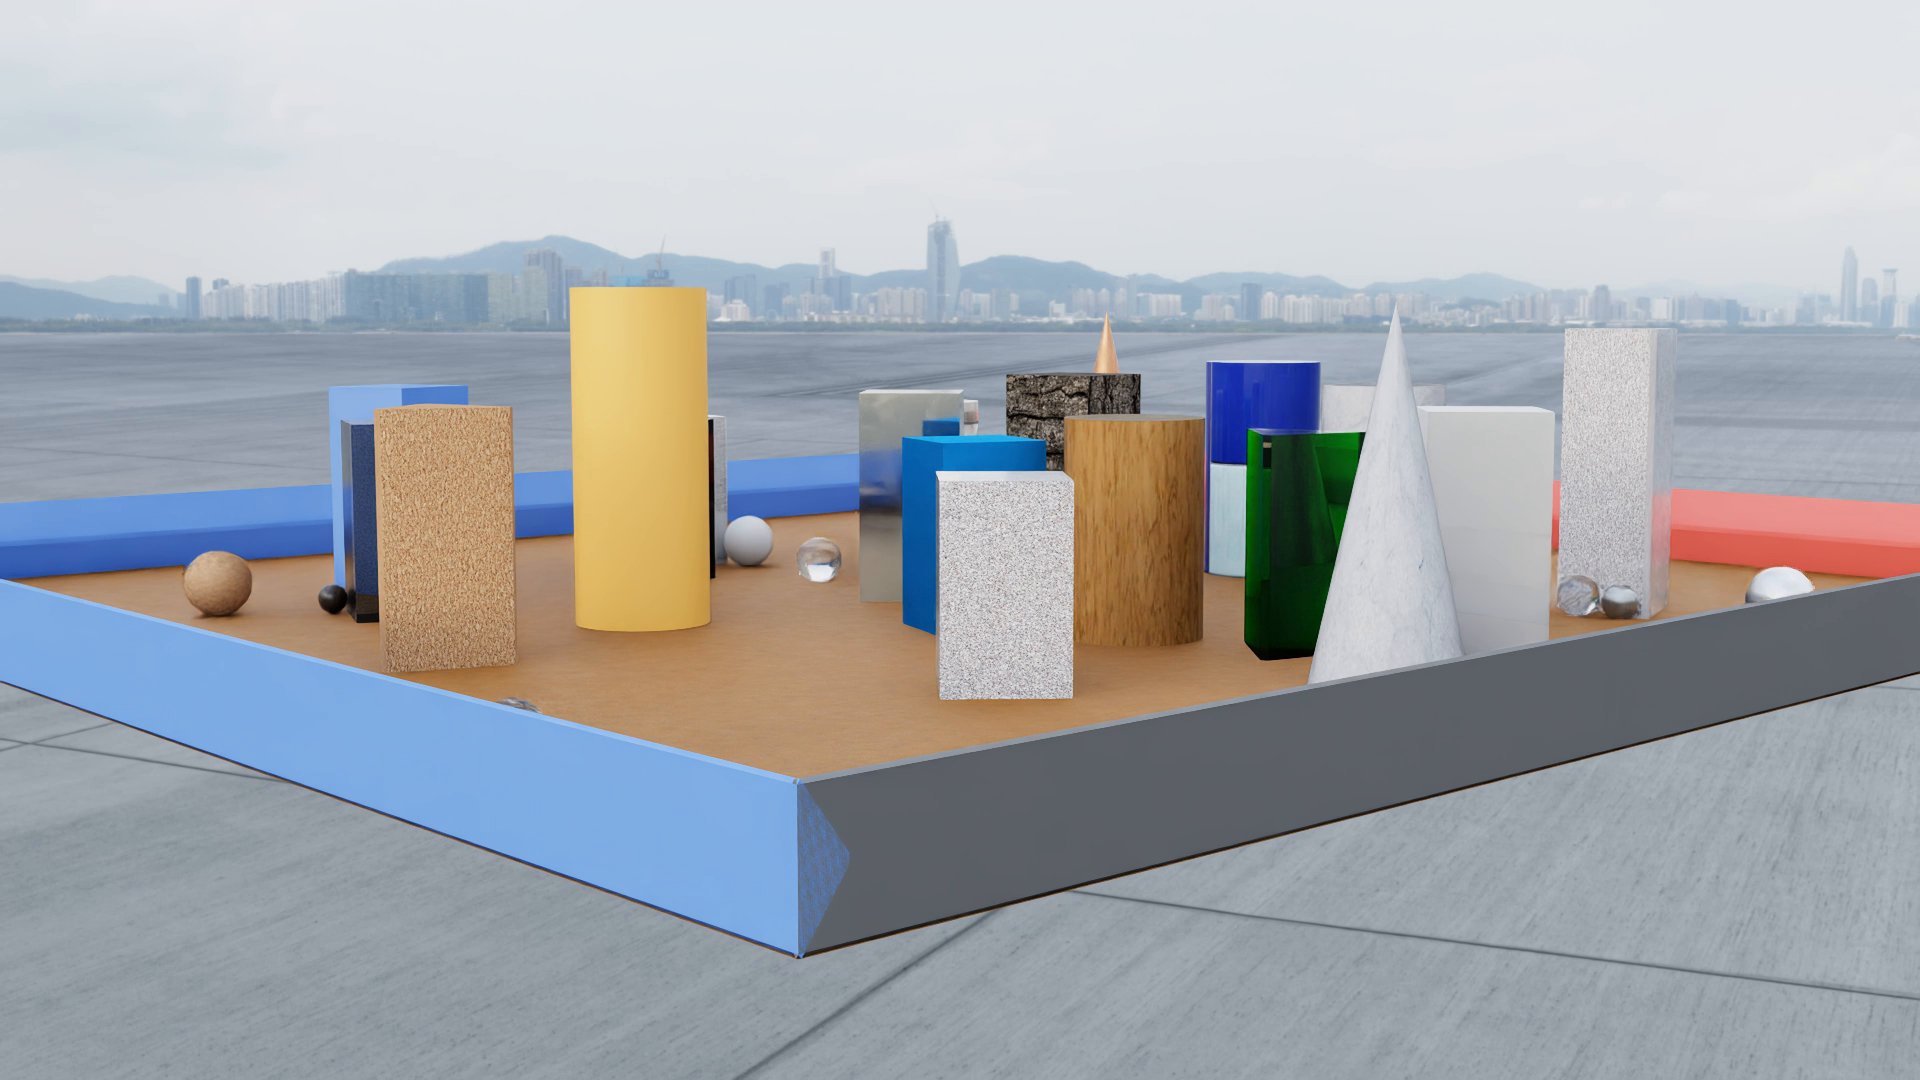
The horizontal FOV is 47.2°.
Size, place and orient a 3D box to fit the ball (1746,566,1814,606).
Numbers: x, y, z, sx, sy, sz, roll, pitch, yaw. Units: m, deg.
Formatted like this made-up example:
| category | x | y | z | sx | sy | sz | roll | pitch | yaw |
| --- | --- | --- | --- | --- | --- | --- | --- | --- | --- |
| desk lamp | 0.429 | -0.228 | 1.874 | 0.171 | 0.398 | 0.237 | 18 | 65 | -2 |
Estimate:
| category | x | y | z | sx | sy | sz | roll | pitch | yaw |
| --- | --- | --- | --- | --- | --- | --- | --- | --- | --- |
| ball | 1.131 | 0.082 | 3.032 | 0.090 | 0.090 | 0.090 | 0 | 6 | 0 |

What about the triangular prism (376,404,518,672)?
| category | x | y | z | sx | sy | sz | roll | pitch | yaw |
| --- | --- | --- | --- | --- | --- | --- | --- | --- | --- |
| triangular prism | -0.659 | -0.008 | 2.776 | 0.165 | 0.322 | 0.143 | -3 | 7 | -23 |

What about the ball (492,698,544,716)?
| category | x | y | z | sx | sy | sz | roll | pitch | yaw |
| --- | --- | --- | --- | --- | --- | --- | --- | --- | --- |
| ball | -0.427 | 0.188 | 2.088 | 0.076 | 0.076 | 0.076 | 0 | 6 | 0 |

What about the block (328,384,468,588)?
| category | x | y | z | sx | sy | sz | roll | pitch | yaw |
| --- | --- | --- | --- | --- | --- | --- | --- | --- | --- |
| block | -0.895 | -0.086 | 3.526 | 0.152 | 0.321 | 0.152 | 3 | 7 | 29 |

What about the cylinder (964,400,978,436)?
| category | x | y | z | sx | sy | sz | roll | pitch | yaw |
| --- | --- | --- | --- | --- | --- | --- | --- | --- | --- |
| cylinder | -0.063 | -0.096 | 3.787 | 0.190 | 0.286 | 0.190 | 0 | 6 | 0 |

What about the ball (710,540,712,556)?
| category | x | y | z | sx | sy | sz | roll | pitch | yaw |
| --- | --- | --- | --- | --- | --- | --- | --- | --- | --- |
| ball | -0.460 | 0.013 | 3.767 | 0.072 | 0.072 | 0.072 | 0 | 6 | 0 |

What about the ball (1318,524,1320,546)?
| category | x | y | z | sx | sy | sz | roll | pitch | yaw |
| --- | --- | --- | --- | --- | --- | --- | --- | --- | --- |
| ball | 0.630 | 0.004 | 3.891 | 0.065 | 0.065 | 0.065 | 0 | 6 | 0 |

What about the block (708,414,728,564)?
| category | x | y | z | sx | sy | sz | roll | pitch | yaw |
| --- | --- | --- | --- | --- | --- | --- | --- | --- | --- |
| block | -0.513 | -0.089 | 3.857 | 0.152 | 0.257 | 0.152 | -4 | 7 | -36 |

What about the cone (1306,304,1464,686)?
| category | x | y | z | sx | sy | sz | roll | pitch | yaw |
| --- | --- | --- | --- | --- | --- | --- | --- | --- | --- |
| cone | 0.500 | -0.049 | 2.543 | 0.190 | 0.452 | 0.190 | 0 | 6 | 0 |

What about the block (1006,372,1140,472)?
| category | x | y | z | sx | sy | sz | roll | pitch | yaw |
| --- | --- | --- | --- | --- | --- | --- | --- | --- | --- |
| block | 0.179 | -0.091 | 3.473 | 0.152 | 0.341 | 0.152 | 4 | 7 | 36 |

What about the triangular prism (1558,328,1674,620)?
| category | x | y | z | sx | sy | sz | roll | pitch | yaw |
| --- | --- | --- | --- | --- | --- | --- | --- | --- | --- |
| triangular prism | 0.999 | -0.104 | 3.242 | 0.143 | 0.414 | 0.165 | -4 | 7 | -32 |

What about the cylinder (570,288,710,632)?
| category | x | y | z | sx | sy | sz | roll | pitch | yaw |
| --- | --- | --- | --- | --- | --- | --- | --- | --- | --- |
| cylinder | -0.451 | -0.119 | 3.108 | 0.190 | 0.473 | 0.190 | 0 | 6 | 0 |

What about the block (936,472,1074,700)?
| category | x | y | z | sx | sy | sz | roll | pitch | yaw |
| --- | --- | --- | --- | --- | --- | --- | --- | --- | --- |
| block | 0.050 | 0.050 | 2.576 | 0.152 | 0.250 | 0.152 | 0 | 6 | -2 |

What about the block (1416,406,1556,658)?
| category | x | y | z | sx | sy | sz | roll | pitch | yaw |
| --- | --- | --- | --- | --- | --- | --- | --- | --- | --- |
| block | 0.654 | -0.005 | 2.768 | 0.152 | 0.319 | 0.152 | 1 | 6 | 6 |

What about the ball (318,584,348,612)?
| category | x | y | z | sx | sy | sz | roll | pitch | yaw |
| --- | --- | --- | --- | --- | --- | --- | --- | --- | --- |
| ball | -0.919 | 0.086 | 3.222 | 0.042 | 0.042 | 0.042 | 0 | 6 | 0 |

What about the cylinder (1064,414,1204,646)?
| category | x | y | z | sx | sy | sz | roll | pitch | yaw |
| --- | --- | --- | --- | --- | --- | --- | --- | --- | --- |
| cylinder | 0.235 | -0.017 | 2.981 | 0.190 | 0.298 | 0.190 | 0 | 6 | 0 |

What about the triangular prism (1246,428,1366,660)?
| category | x | y | z | sx | sy | sz | roll | pitch | yaw |
| --- | --- | --- | --- | --- | --- | --- | --- | --- | --- |
| triangular prism | 0.420 | 0.000 | 2.874 | 0.165 | 0.286 | 0.143 | -4 | 7 | -30 |

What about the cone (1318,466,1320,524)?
| category | x | y | z | sx | sy | sz | roll | pitch | yaw |
| --- | --- | --- | --- | --- | --- | --- | --- | --- | --- |
| cone | 0.627 | -0.132 | 4.015 | 0.190 | 0.309 | 0.190 | 0 | 6 | 0 |

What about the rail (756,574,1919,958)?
| category | x | y | z | sx | sy | sz | roll | pitch | yaw |
| --- | --- | --- | --- | --- | --- | --- | --- | --- | --- |
| rail | 0.850 | 0.129 | 2.416 | 2.660 | 0.124 | 0.045 | -6 | 8 | -42 |

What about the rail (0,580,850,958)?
| category | x | y | z | sx | sy | sz | roll | pitch | yaw |
| --- | --- | --- | --- | --- | --- | --- | --- | --- | --- |
| rail | -0.960 | 0.125 | 2.451 | 0.045 | 0.124 | 2.556 | -6 | 8 | -42 |

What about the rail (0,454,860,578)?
| category | x | y | z | sx | sy | sz | roll | pitch | yaw |
| --- | --- | --- | --- | --- | --- | --- | --- | --- | --- |
| rail | -0.850 | -0.065 | 4.249 | 2.660 | 0.124 | 0.045 | -6 | 8 | -42 |

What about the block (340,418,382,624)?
| category | x | y | z | sx | sy | sz | roll | pitch | yaw |
| --- | --- | --- | --- | --- | --- | --- | --- | --- | --- |
| block | -0.811 | -0.032 | 3.200 | 0.152 | 0.282 | 0.152 | -2 | 6 | -21 |

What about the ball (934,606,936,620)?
| category | x | y | z | sx | sy | sz | roll | pitch | yaw |
| --- | --- | --- | --- | --- | --- | --- | --- | --- | --- |
| ball | 0.003 | 0.098 | 2.943 | 0.076 | 0.076 | 0.076 | 0 | 6 | 0 |

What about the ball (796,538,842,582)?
| category | x | y | z | sx | sy | sz | roll | pitch | yaw |
| --- | --- | --- | --- | --- | --- | --- | --- | --- | --- |
| ball | -0.229 | 0.033 | 3.576 | 0.074 | 0.074 | 0.074 | 0 | 6 | 0 |

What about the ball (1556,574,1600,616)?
| category | x | y | z | sx | sy | sz | roll | pitch | yaw |
| --- | --- | --- | --- | --- | --- | --- | --- | --- | --- |
| ball | 0.896 | 0.080 | 3.185 | 0.061 | 0.061 | 0.061 | 0 | 6 | 0 |

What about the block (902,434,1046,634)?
| category | x | y | z | sx | sy | sz | roll | pitch | yaw |
| --- | --- | --- | --- | --- | --- | --- | --- | --- | --- |
| block | 0.018 | -0.009 | 3.063 | 0.152 | 0.264 | 0.152 | -3 | 7 | -23 |

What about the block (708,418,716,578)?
| category | x | y | z | sx | sy | sz | roll | pitch | yaw |
| --- | --- | --- | --- | --- | --- | --- | --- | --- | --- |
| block | -0.512 | -0.067 | 3.620 | 0.152 | 0.263 | 0.152 | 6 | 8 | 42 |

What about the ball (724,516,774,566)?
| category | x | y | z | sx | sy | sz | roll | pitch | yaw |
| --- | --- | --- | --- | --- | --- | --- | --- | --- | --- |
| ball | -0.365 | 0.001 | 3.809 | 0.087 | 0.087 | 0.087 | 0 | 6 | 0 |

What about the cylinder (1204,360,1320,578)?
| category | x | y | z | sx | sy | sz | roll | pitch | yaw |
| --- | --- | --- | --- | --- | --- | --- | --- | --- | --- |
| cylinder | 0.508 | -0.122 | 3.701 | 0.190 | 0.355 | 0.190 | 0 | 6 | 0 |

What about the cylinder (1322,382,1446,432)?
| category | x | y | z | sx | sy | sz | roll | pitch | yaw |
| --- | --- | --- | --- | --- | --- | --- | --- | --- | --- |
| cylinder | 0.659 | -0.080 | 3.437 | 0.190 | 0.326 | 0.190 | 0 | 6 | 0 |

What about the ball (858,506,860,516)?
| category | x | y | z | sx | sy | sz | roll | pitch | yaw |
| --- | --- | --- | --- | --- | --- | --- | --- | --- | --- |
| ball | -0.190 | -0.059 | 4.578 | 0.045 | 0.045 | 0.045 | 0 | 6 | 0 |

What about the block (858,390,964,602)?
| category | x | y | z | sx | sy | sz | roll | pitch | yaw |
| --- | --- | --- | --- | --- | --- | --- | --- | --- | --- |
| block | -0.073 | -0.072 | 3.406 | 0.152 | 0.317 | 0.152 | 0 | 6 | 3 |

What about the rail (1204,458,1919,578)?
| category | x | y | z | sx | sy | sz | roll | pitch | yaw |
| --- | --- | --- | --- | --- | --- | --- | --- | --- | --- |
| rail | 0.960 | -0.061 | 4.213 | 0.045 | 0.124 | 2.556 | -6 | 8 | -42 |

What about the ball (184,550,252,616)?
| category | x | y | z | sx | sy | sz | roll | pitch | yaw |
| --- | --- | --- | --- | --- | --- | --- | --- | --- | --- |
| ball | -1.077 | 0.062 | 3.191 | 0.095 | 0.095 | 0.095 | 0 | 6 | 0 |

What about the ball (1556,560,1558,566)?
| category | x | y | z | sx | sy | sz | roll | pitch | yaw |
| --- | --- | --- | --- | --- | --- | --- | --- | --- | --- |
| ball | 1.019 | 0.037 | 3.672 | 0.044 | 0.044 | 0.044 | 0 | 6 | 0 |

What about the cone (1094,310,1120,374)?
| category | x | y | z | sx | sy | sz | roll | pitch | yaw |
| --- | --- | --- | --- | --- | --- | --- | --- | --- | --- |
| cone | 0.260 | -0.187 | 3.908 | 0.190 | 0.441 | 0.190 | 0 | 6 | 0 |

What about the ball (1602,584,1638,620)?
| category | x | y | z | sx | sy | sz | roll | pitch | yaw |
| --- | --- | --- | --- | --- | --- | --- | --- | --- | --- |
| ball | 0.946 | 0.089 | 3.151 | 0.051 | 0.051 | 0.051 | 0 | 6 | 0 |
